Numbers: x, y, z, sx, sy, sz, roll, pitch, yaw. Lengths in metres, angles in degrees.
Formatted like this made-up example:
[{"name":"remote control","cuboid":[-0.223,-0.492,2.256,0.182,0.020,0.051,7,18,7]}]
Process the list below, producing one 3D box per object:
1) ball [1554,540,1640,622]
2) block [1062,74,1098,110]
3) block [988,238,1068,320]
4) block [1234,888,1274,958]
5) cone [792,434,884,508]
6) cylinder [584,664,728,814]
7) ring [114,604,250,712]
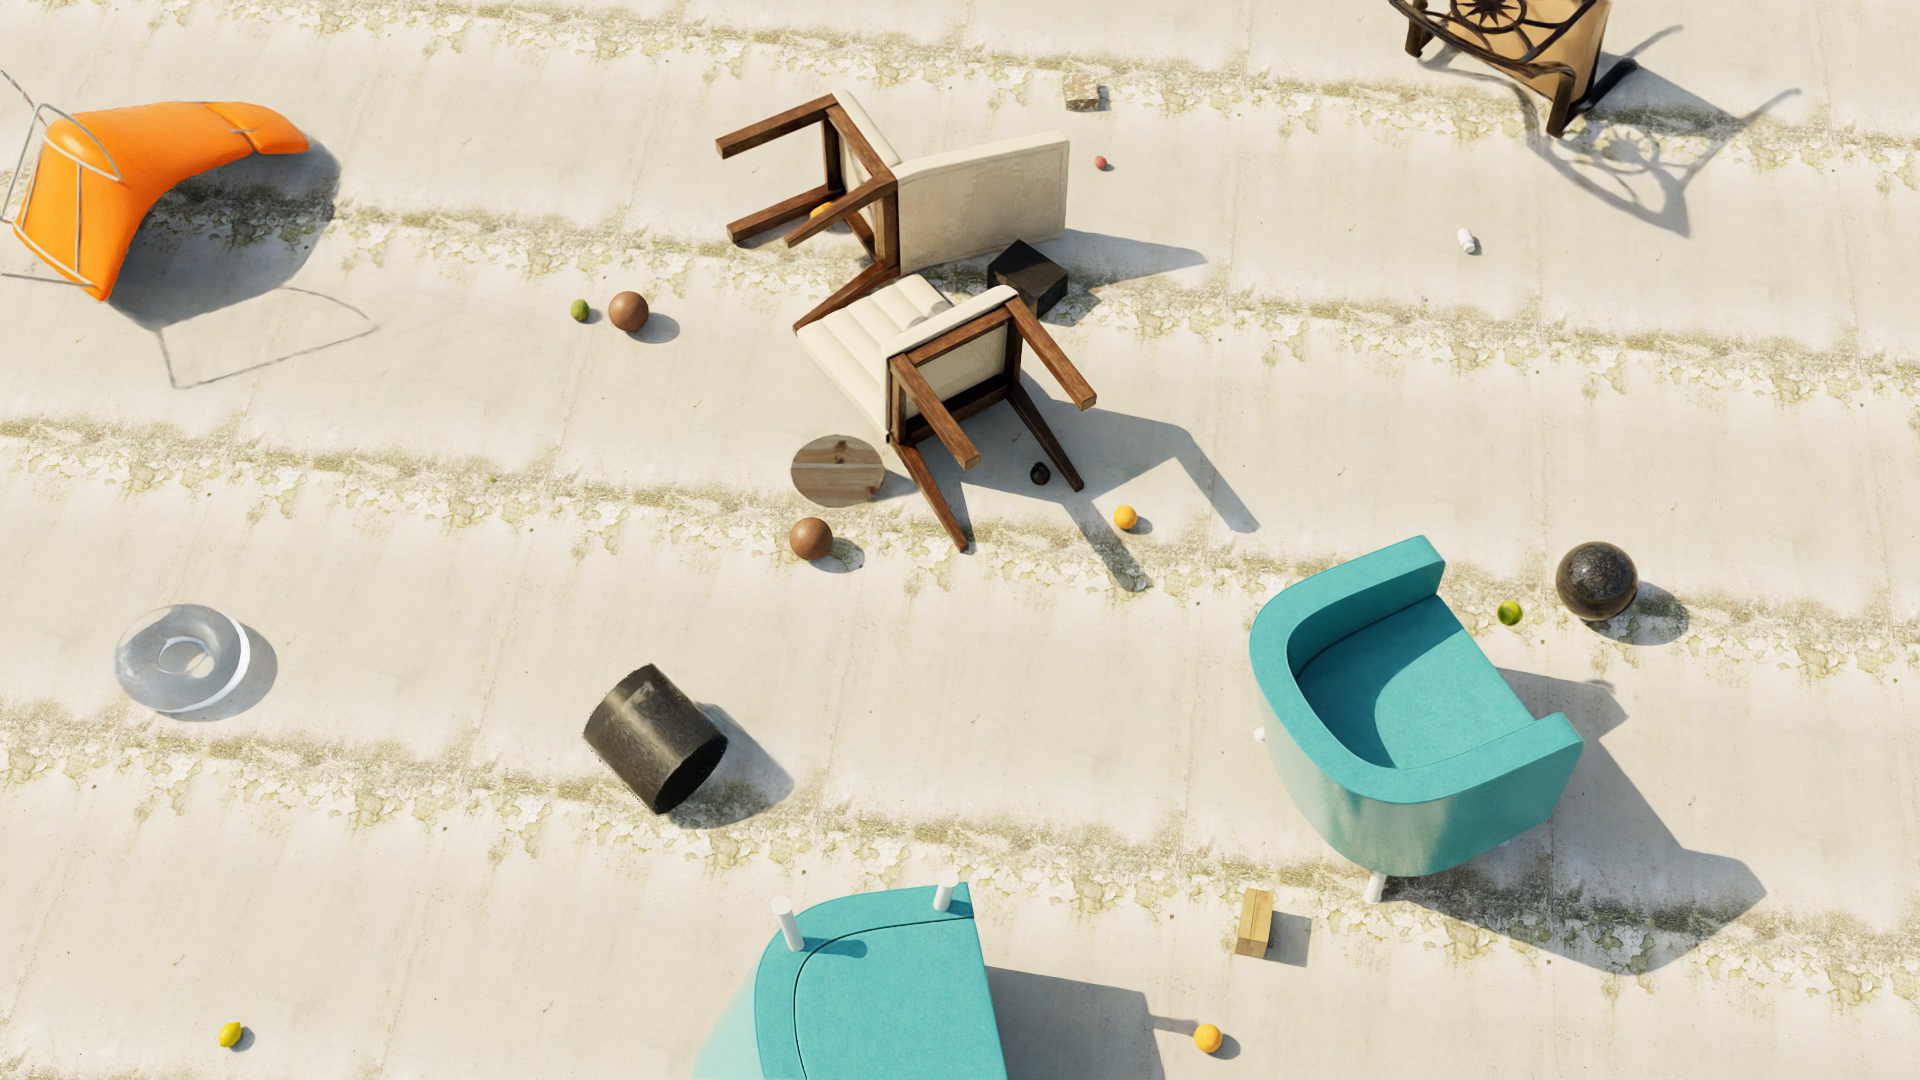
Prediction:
[{"name":"ball","cuboid":[1.840,0.118,6.353,0.234,0.234,0.234,0,56,0]},{"name":"block","cuboid":[0.414,-1.544,7.581,0.109,0.049,0.119,-4,56,-3]},{"name":"block","cuboid":[0.217,-0.836,7.068,0.209,0.111,0.153,36,63,22]},{"name":"block","cuboid":[0.781,1.015,5.827,0.076,0.109,0.145,10,57,7]},{"name":"cone","cuboid":[-0.377,-0.252,6.680,0.280,0.239,0.209,2,26,-7]},{"name":"cylinder","cuboid":[-0.842,0.550,6.077,0.308,0.191,0.289,41,91,24]},{"name":"ring","cuboid":[-2.227,0.335,6.291,0.394,0.099,0.348,11,58,8]}]
